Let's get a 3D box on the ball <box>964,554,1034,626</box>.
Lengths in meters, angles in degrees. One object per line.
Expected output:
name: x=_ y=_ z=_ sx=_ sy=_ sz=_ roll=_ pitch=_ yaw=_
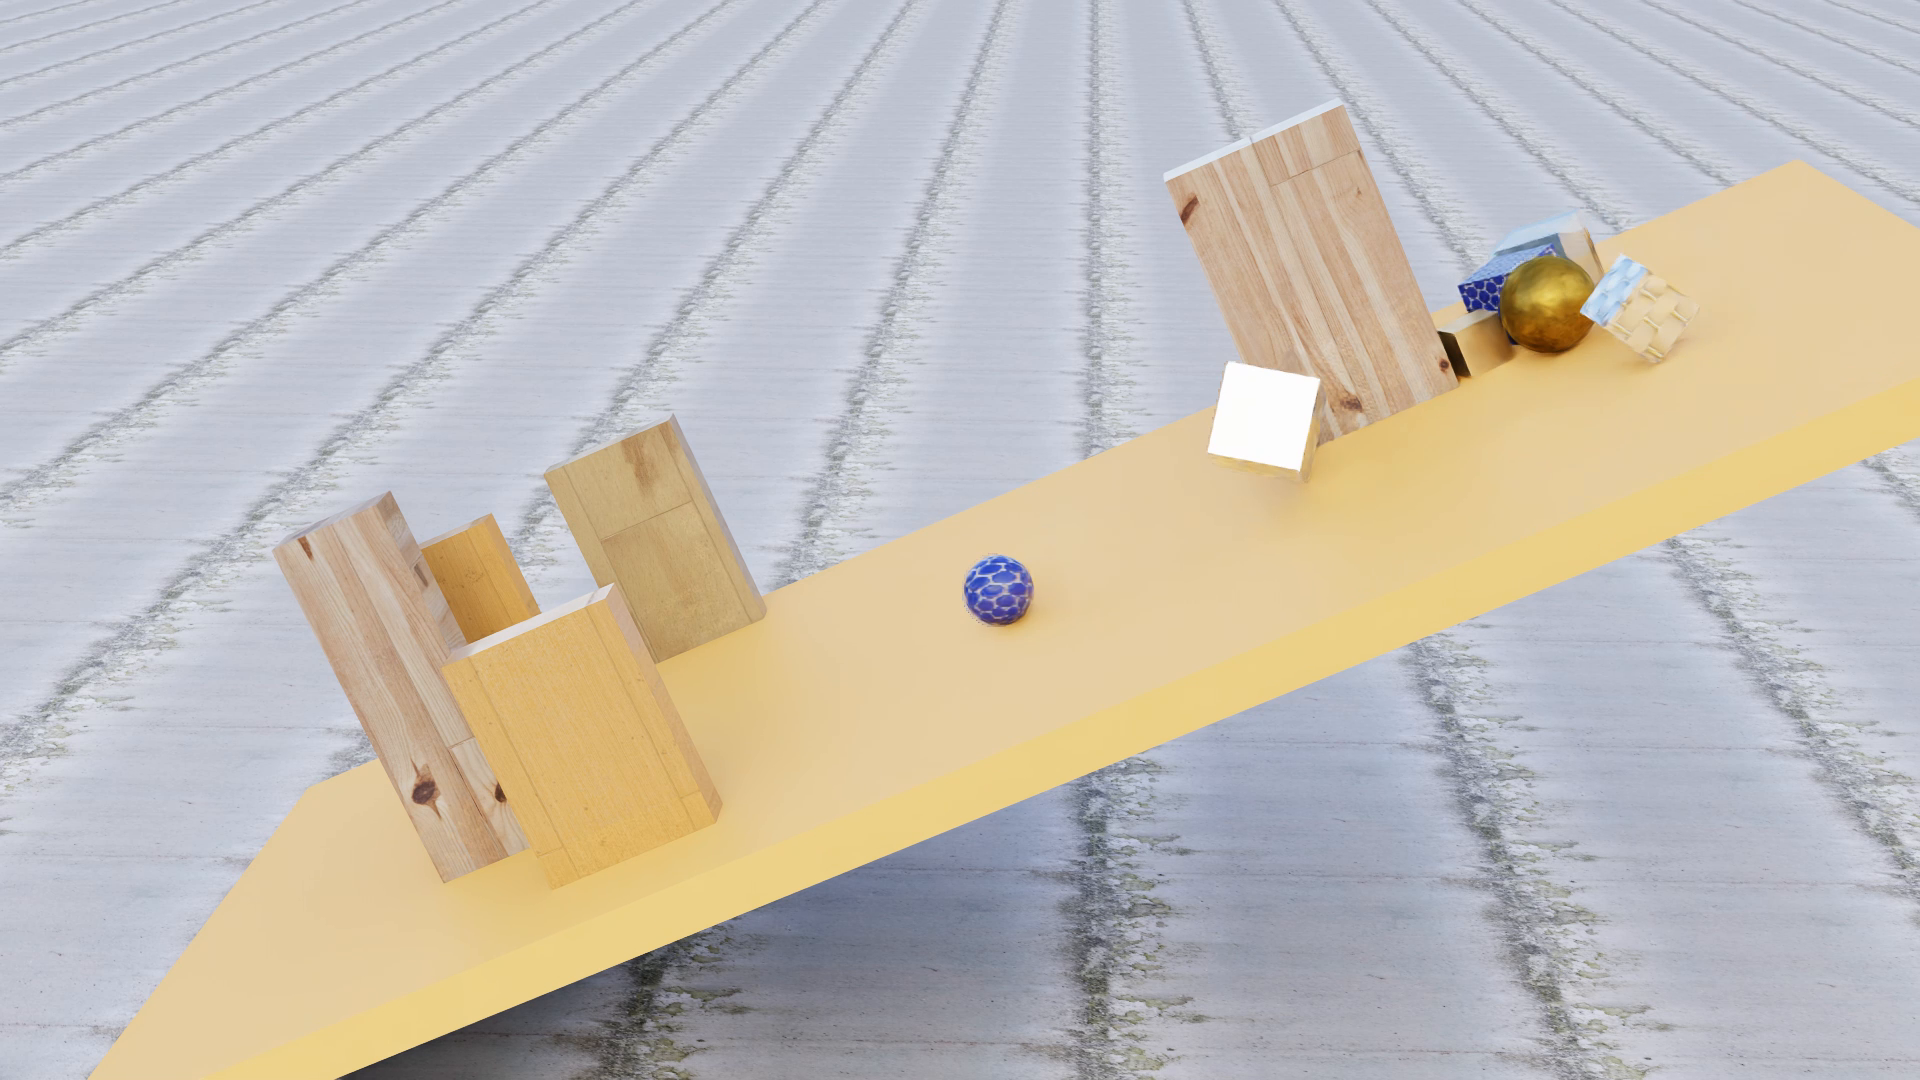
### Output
ball: x=0.081 y=0.104 z=6.089 sx=0.146 sy=0.146 sz=0.146 roll=0 pitch=15 yaw=0

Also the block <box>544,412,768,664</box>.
block: x=-0.733 y=0.007 z=7.103 sx=0.335 sy=0.536 sz=0.080 roll=-23 pitch=13 yaw=8

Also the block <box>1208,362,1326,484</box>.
block: x=0.625 y=-0.236 z=5.969 sx=0.187 sy=0.187 sz=0.187 roll=12 pitch=-5 yaw=13

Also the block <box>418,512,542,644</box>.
block: x=-1.076 y=0.298 z=6.404 sx=0.409 sy=0.605 sz=0.083 roll=-23 pitch=13 yaw=8

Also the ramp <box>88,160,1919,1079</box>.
ramp: x=0.132 y=0.170 z=6.284 sx=4.000 sy=0.100 sz=2.000 roll=-23 pitch=13 yaw=8

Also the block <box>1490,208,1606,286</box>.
block: x=1.327 y=-0.620 z=6.640 sx=0.169 sy=0.169 sz=0.169 roll=-16 pitch=16 yaw=35

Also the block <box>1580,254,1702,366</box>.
block: x=1.352 y=-0.459 z=5.850 sx=0.142 sy=0.142 sz=0.142 roll=32 pitch=10 yaw=-17

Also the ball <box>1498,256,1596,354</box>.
ball: x=1.244 y=-0.498 z=6.218 sx=0.206 sy=0.206 sz=0.206 roll=0 pitch=15 yaw=0

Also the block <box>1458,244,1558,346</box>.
block: x=1.232 y=-0.535 z=6.490 sx=0.162 sy=0.162 sz=0.162 roll=-11 pitch=18 yaw=46

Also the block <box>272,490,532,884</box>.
block: x=-1.117 y=0.306 z=6.054 sx=0.240 sy=0.780 sz=0.120 roll=-23 pitch=13 yaw=8

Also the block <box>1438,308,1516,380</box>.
block: x=1.119 y=-0.426 z=6.382 sx=0.109 sy=0.109 sz=0.109 roll=-26 pitch=13 yaw=-8

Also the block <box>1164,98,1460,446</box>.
block: x=0.757 y=-0.560 z=6.336 sx=0.407 sy=0.662 sz=0.125 roll=-23 pitch=13 yaw=8

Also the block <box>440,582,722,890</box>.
block: x=-0.727 y=0.381 z=5.685 sx=0.351 sy=0.491 sz=0.110 roll=-23 pitch=13 yaw=8
